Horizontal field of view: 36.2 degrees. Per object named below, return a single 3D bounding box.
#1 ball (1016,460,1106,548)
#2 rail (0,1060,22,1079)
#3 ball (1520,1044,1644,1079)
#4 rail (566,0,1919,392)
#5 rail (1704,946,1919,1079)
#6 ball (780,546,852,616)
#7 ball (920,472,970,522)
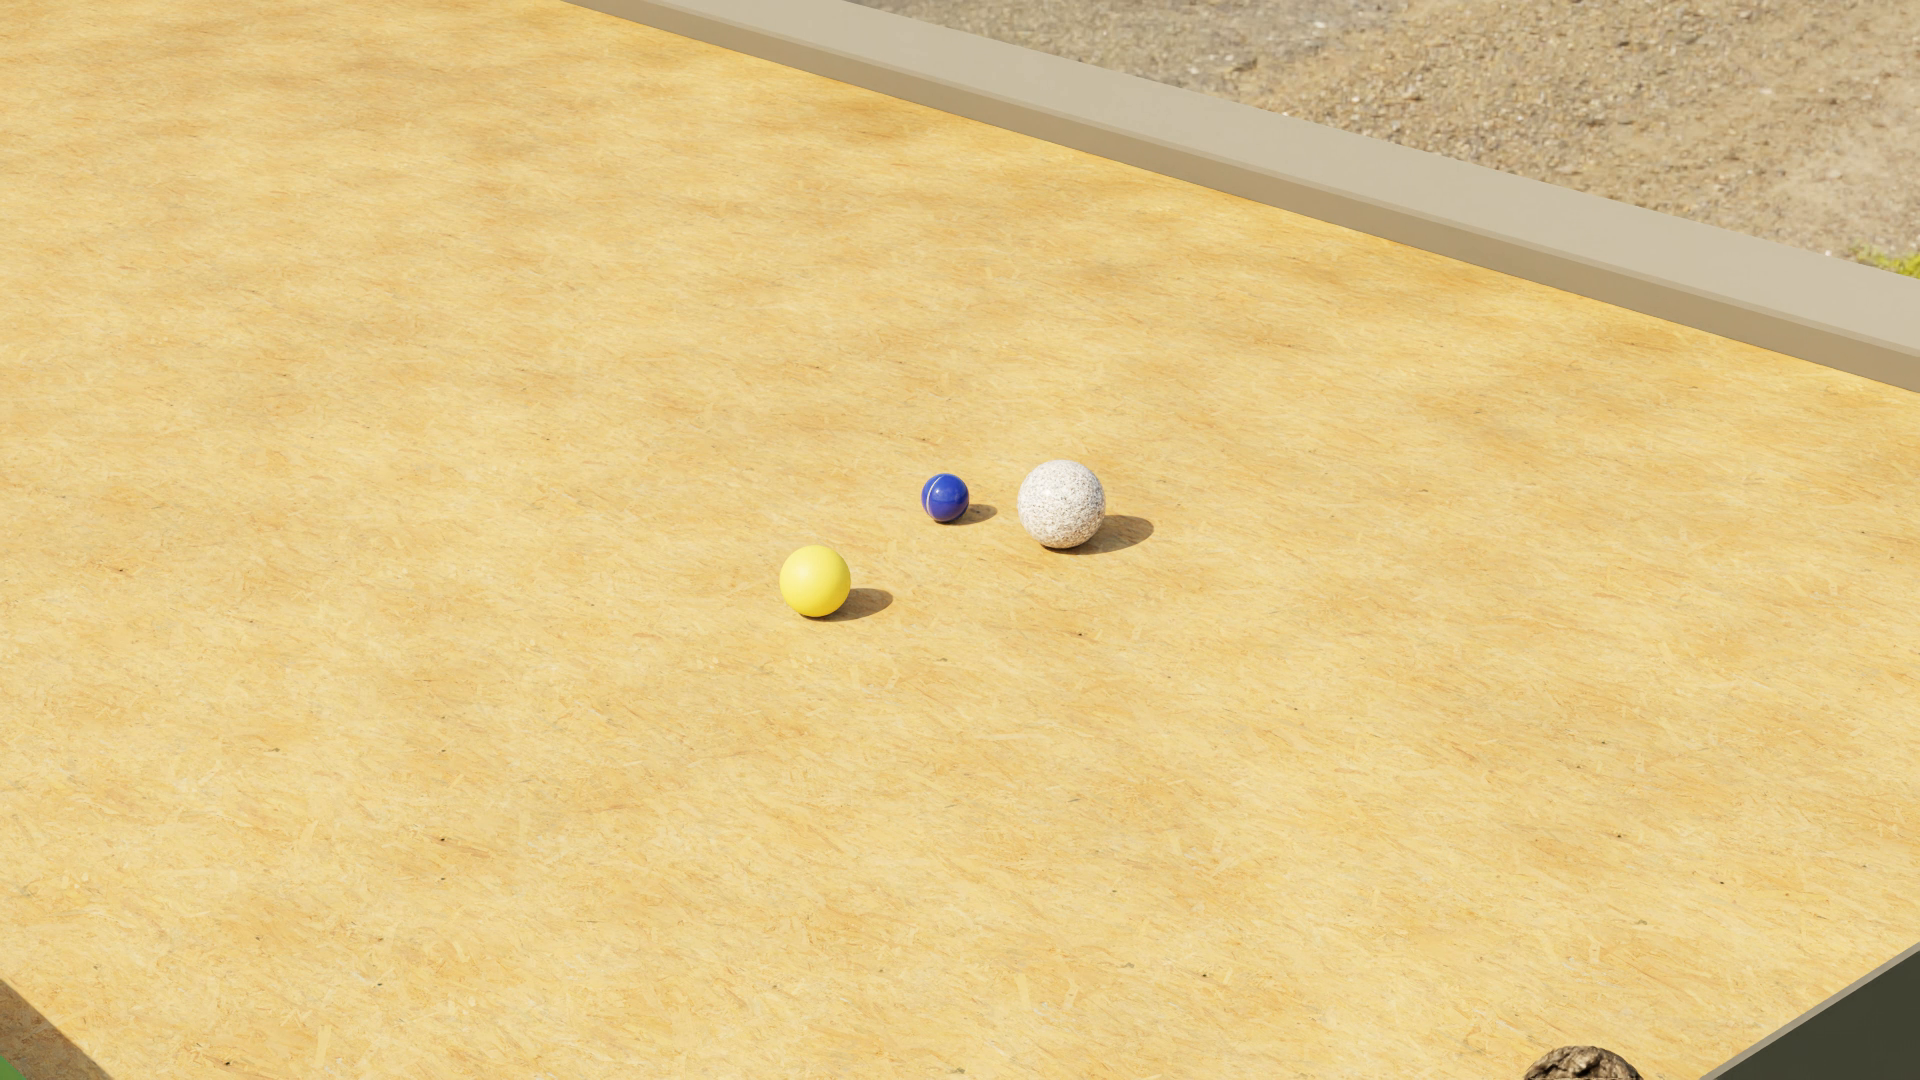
[{"bbox_3d":[0.085,-0.030,2.450,0.075,0.075,0.075,0,23,0],"label":"ball"},{"bbox_3d":[-1.333,-0.045,2.441,0.045,0.108,3.730,-19,29,-38],"label":"rail"},{"bbox_3d":[0.344,0.318,1.622,0.078,0.078,0.078,0,23,0],"label":"ball"},{"bbox_3d":[0.095,-0.538,3.607,0.045,0.108,3.730,-19,29,-38],"label":"rail"},{"bbox_3d":[0.603,0.244,1.755,1.956,0.108,0.045,-19,29,-38],"label":"rail"},{"bbox_3d":[-0.114,0.032,2.325,0.057,0.057,0.057,0,23,0],"label":"ball"},{"bbox_3d":[-0.013,-0.036,2.506,0.042,0.042,0.042,0,23,0],"label":"ball"}]
